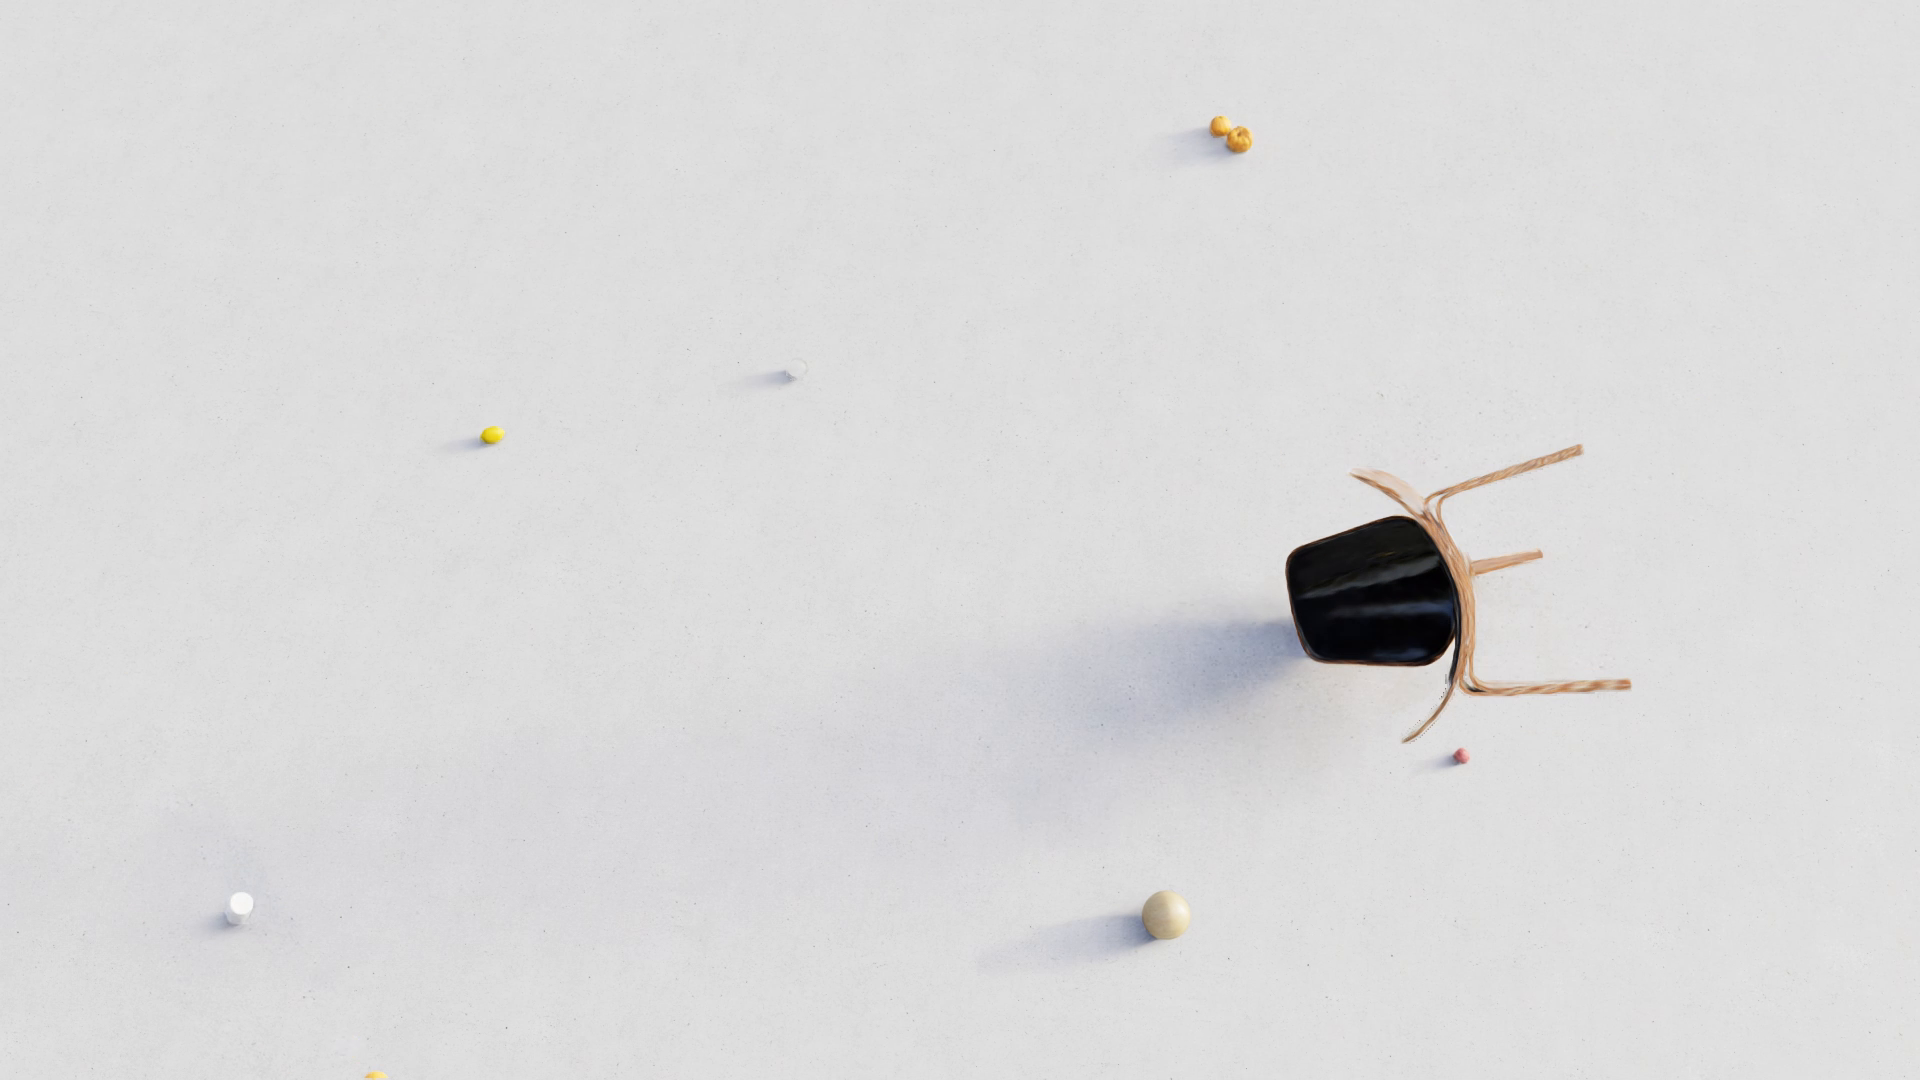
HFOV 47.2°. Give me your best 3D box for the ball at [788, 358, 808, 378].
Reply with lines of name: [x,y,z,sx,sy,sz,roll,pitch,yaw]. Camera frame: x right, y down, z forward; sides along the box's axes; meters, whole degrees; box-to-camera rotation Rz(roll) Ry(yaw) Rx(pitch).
ball: [-0.509,-0.538,6.897,0.064,0.064,0.064,0,56,0]

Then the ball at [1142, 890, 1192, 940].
ball: [0.547,0.994,5.828,0.131,0.131,0.131,0,56,0]
